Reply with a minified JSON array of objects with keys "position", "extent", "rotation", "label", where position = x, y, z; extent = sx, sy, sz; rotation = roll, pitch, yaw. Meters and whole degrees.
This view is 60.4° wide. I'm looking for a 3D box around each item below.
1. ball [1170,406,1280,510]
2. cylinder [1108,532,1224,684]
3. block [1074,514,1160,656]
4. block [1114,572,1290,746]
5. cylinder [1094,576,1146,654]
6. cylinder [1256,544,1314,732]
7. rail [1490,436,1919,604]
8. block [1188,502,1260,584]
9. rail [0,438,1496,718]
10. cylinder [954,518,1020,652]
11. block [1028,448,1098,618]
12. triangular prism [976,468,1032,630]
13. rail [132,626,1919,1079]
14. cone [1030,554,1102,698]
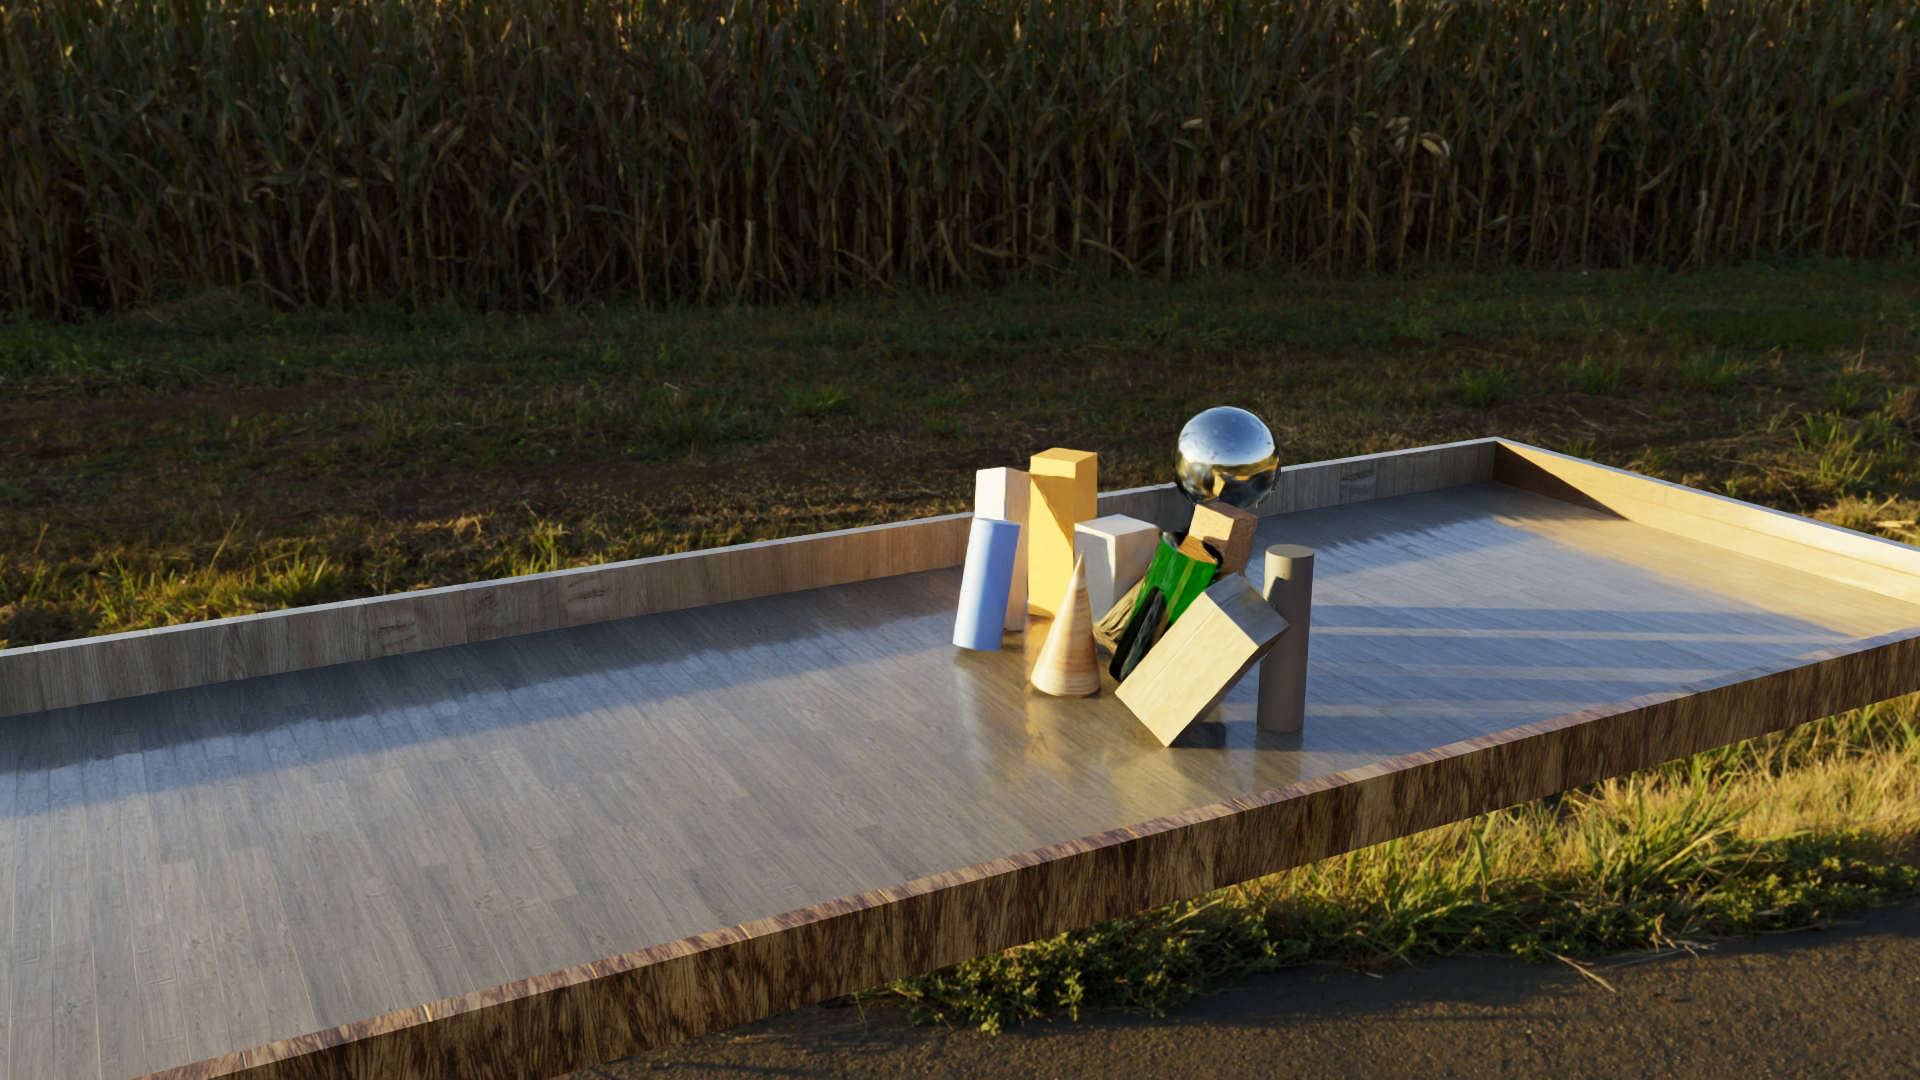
[{"position":[0.688,-0.207,4.282],"extent":[0.280,0.280,0.280],"rotation":[0,16,0],"label":"ball"},{"position":[0.501,0.181,4.026],"extent":[0.158,0.371,0.158],"rotation":[17,21,-7],"label":"cylinder"},{"position":[0.412,0.117,4.373],"extent":[0.156,0.327,0.156],"rotation":[-12,20,-35],"label":"block"},{"position":[0.548,0.271,3.746],"extent":[0.172,0.354,0.172],"rotation":[46,34,15],"label":"block"},{"position":[0.516,0.156,4.246],"extent":[0.349,0.143,0.143],"rotation":[-44,29,-9],"label":"cylinder"},{"position":[0.753,0.228,3.824],"extent":[0.108,0.425,0.108],"rotation":[0,16,0],"label":"cylinder"},{"position":[2.466,-0.048,5.253],"extent":[0.050,0.150,2.100],"rotation":[-9,18,-27],"label":"rail"},{"position":[0.612,0.130,4.105],"extent":[0.114,0.431,0.114],"rotation":[-5,24,-46],"label":"block"},{"position":[-3.305,0.497,3.399],"extent":[12.000,0.150,0.050],"rotation":[-9,18,-27],"label":"rail"},{"position":[0.069,0.115,4.333],"extent":[0.126,0.334,0.126],"rotation":[9,5,-1],"label":"cylinder"},{"position":[0.287,-0.017,4.610],"extent":[0.137,0.452,0.137],"rotation":[10,18,30],"label":"block"},{"position":[0.094,0.026,4.488],"extent":[0.128,0.431,0.148],"rotation":[1,-4,28],"label":"triangular prism"},{"position":[-2.336,1.006,1.665],"extent":[12.000,0.150,0.050],"rotation":[-9,18,-27],"label":"rail"},{"position":[0.280,0.190,4.049],"extent":[0.177,0.351,0.177],"rotation":[5,22,-2],"label":"cone"}]
